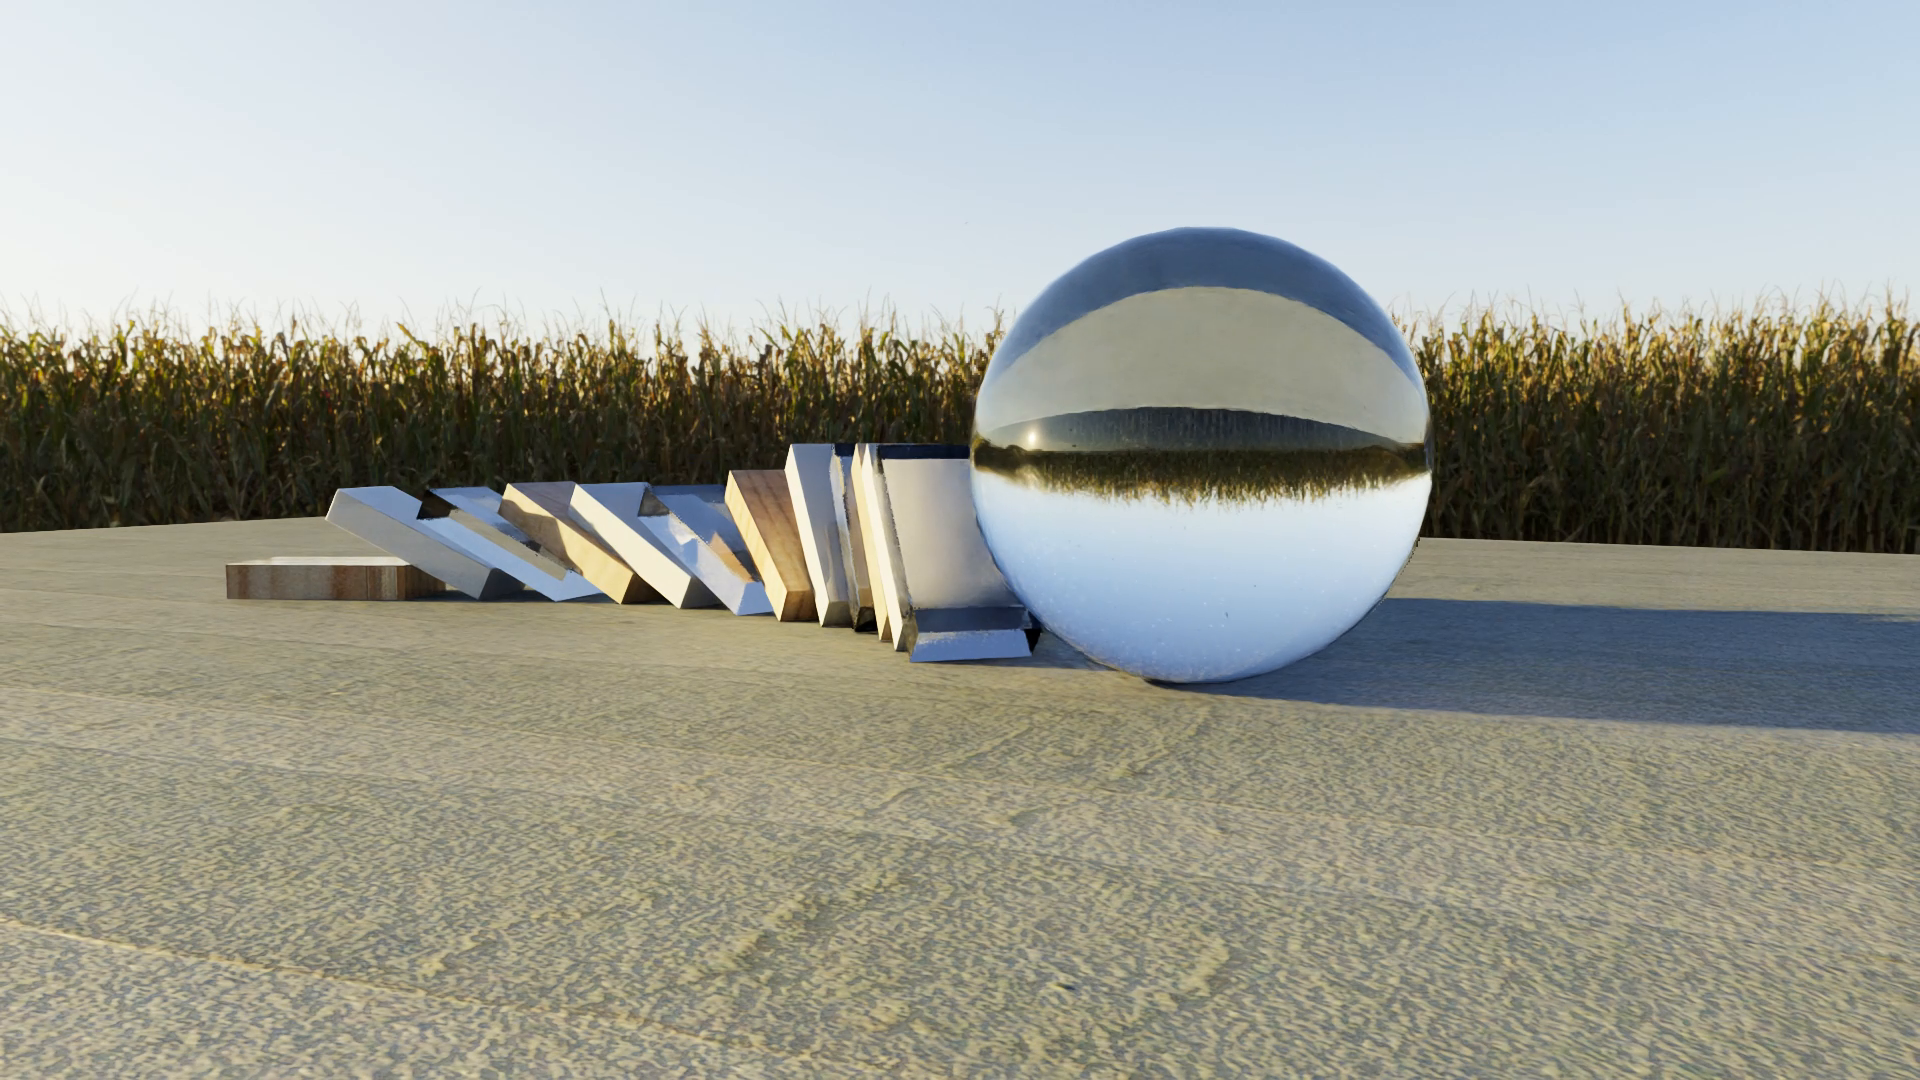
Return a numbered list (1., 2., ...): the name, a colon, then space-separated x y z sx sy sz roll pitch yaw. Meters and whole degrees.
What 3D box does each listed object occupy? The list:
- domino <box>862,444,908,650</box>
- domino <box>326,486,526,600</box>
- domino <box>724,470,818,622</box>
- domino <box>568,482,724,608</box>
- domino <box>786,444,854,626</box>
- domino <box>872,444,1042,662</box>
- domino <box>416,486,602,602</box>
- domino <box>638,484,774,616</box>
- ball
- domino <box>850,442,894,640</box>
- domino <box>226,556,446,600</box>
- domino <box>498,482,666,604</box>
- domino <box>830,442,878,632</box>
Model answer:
1. domino: -0.005 0.000 0.279 0.025 0.050 0.010 -1 -40 -16
2. domino: -0.150 0.000 0.364 0.050 0.009 0.025 26 8 7
3. domino: -0.041 0.000 0.328 0.025 0.010 0.050 -2 39 -28
4. domino: -0.081 0.001 0.351 0.050 0.010 0.025 34 22 28
5. domino: -0.026 -0.002 0.315 0.025 0.050 0.010 -2 -40 -21
6. domino: -0.002 0.001 0.266 0.025 0.050 0.010 -1 -40 -16
7. domino: -0.125 0.000 0.364 0.050 0.010 0.025 27 12 14
8. domino: -0.061 0.001 0.340 0.025 0.009 0.050 -4 33 -46
9. ball: 0.041 -0.015 0.227 0.080 0.080 0.080 0 4 0
10. domino: -0.009 -0.001 0.292 0.025 0.050 0.010 -1 -40 -15
11. domino: -0.176 0.011 0.363 0.050 0.010 0.025 0 4 3
12. domino: -0.102 0.000 0.360 0.050 0.009 0.025 32 17 22
13. domino: -0.015 -0.002 0.303 0.025 0.050 0.009 0 -40 -15
